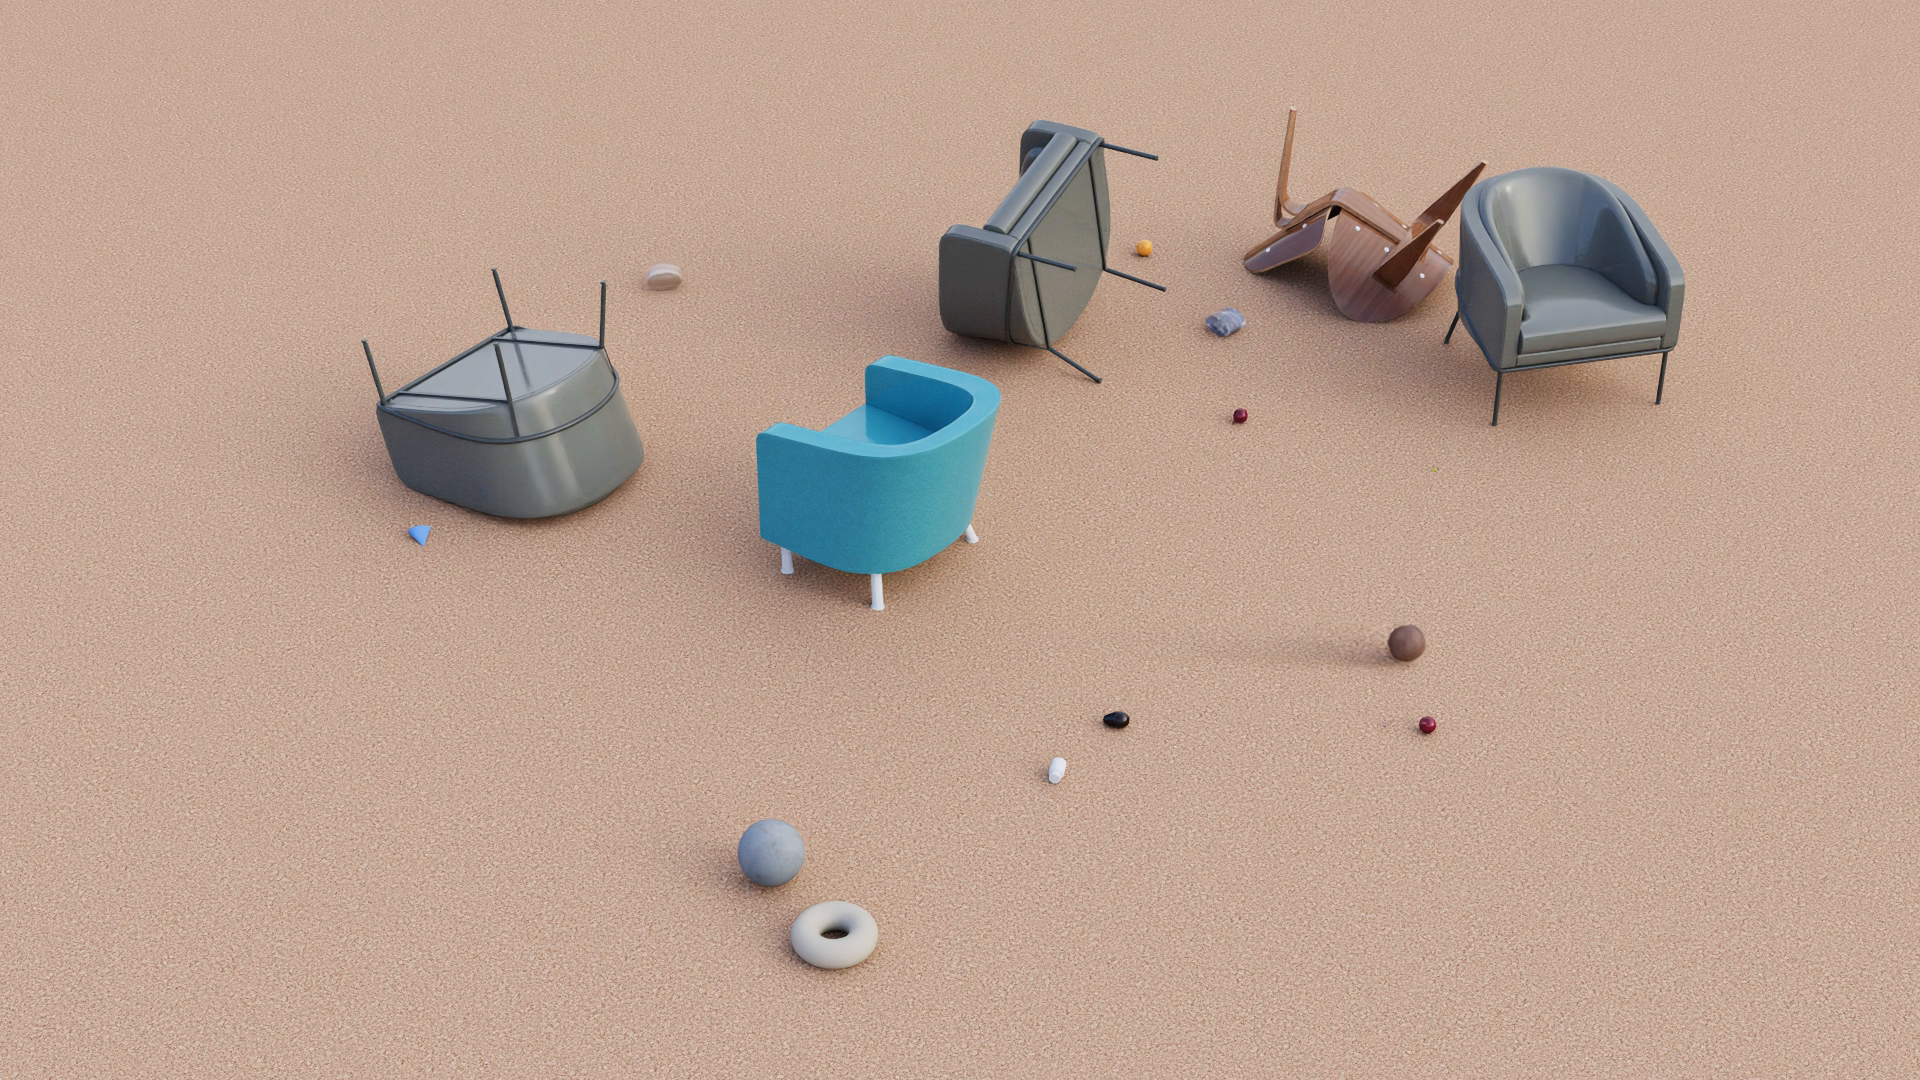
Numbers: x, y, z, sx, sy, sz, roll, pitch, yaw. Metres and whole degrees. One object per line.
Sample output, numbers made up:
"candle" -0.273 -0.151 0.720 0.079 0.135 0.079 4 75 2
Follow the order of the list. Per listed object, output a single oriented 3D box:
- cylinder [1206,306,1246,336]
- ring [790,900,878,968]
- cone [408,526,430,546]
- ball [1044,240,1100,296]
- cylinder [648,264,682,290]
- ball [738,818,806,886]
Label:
"cylinder" 1.110 -0.914 12.257 0.121 0.080 0.111 34 46 31
"ring" -0.386 1.214 9.020 0.272 0.092 0.264 15 37 22
"cone" -2.008 -0.006 10.932 0.085 0.049 0.086 -9 50 -16
"ball" 0.477 -1.157 12.484 0.239 0.239 0.239 0 33 0
"cylinder" -1.267 -1.127 12.577 0.146 0.086 0.081 -6 34 -3
"ball" -0.596 0.987 9.253 0.213 0.213 0.213 0 33 0
